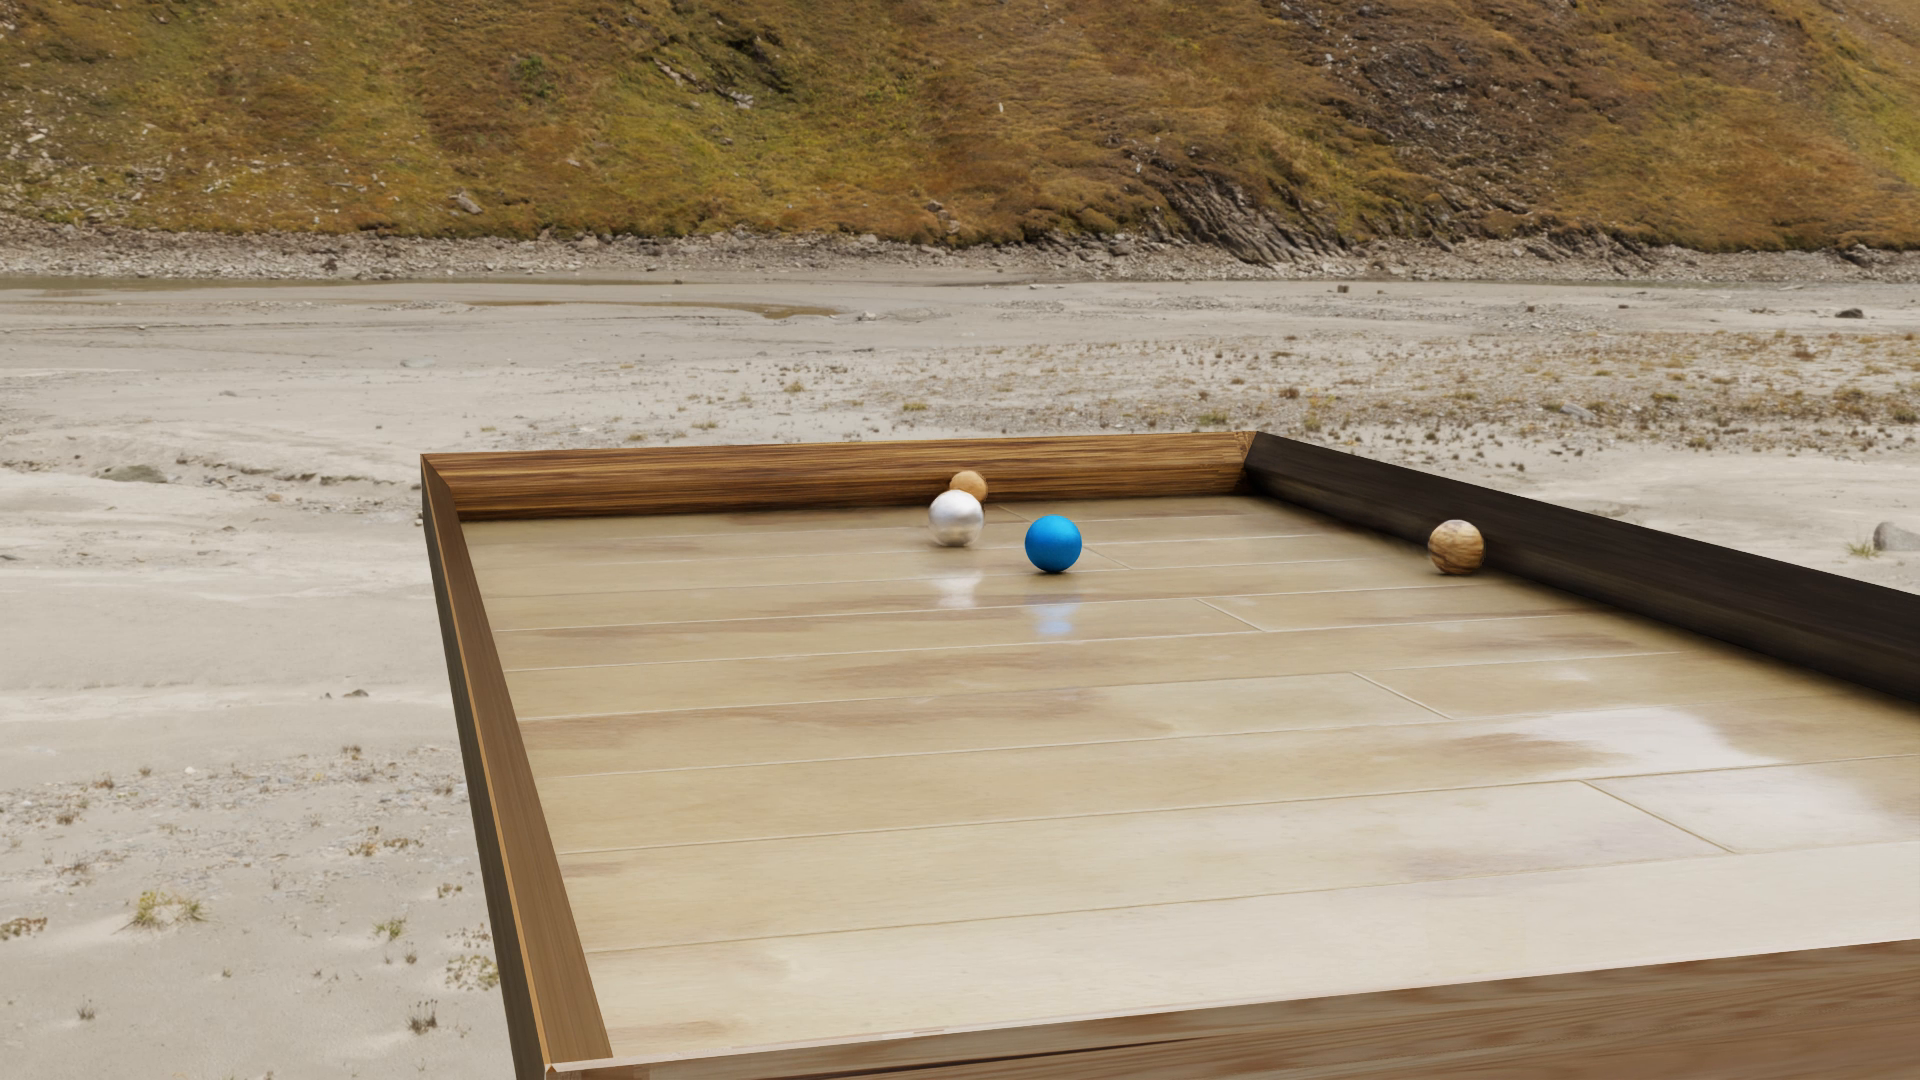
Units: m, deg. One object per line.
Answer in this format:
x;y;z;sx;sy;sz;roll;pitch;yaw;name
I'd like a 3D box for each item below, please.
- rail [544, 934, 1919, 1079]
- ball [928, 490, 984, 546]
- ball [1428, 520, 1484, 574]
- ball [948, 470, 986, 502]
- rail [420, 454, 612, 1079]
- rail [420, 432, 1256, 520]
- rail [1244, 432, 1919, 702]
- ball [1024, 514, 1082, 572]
0.531;0.278;1.281;1.523;0.114;0.045;-2;9;-15;rail
-0.007;-0.035;3.466;0.088;0.088;0.088;0;9;0;ball
0.720;0.010;3.193;0.080;0.080;0.080;0;9;0;ball
0.013;-0.090;3.907;0.066;0.066;0.066;0;9;0;ball
-0.534;0.110;2.406;0.045;0.114;2.791;-2;9;-15;rail
-0.173;-0.115;3.904;1.523;0.114;0.045;-2;9;-15;rail
0.892;0.054;2.780;0.045;0.114;2.791;-2;9;-15;rail
0.136;0.005;3.212;0.084;0.084;0.084;0;9;0;ball
